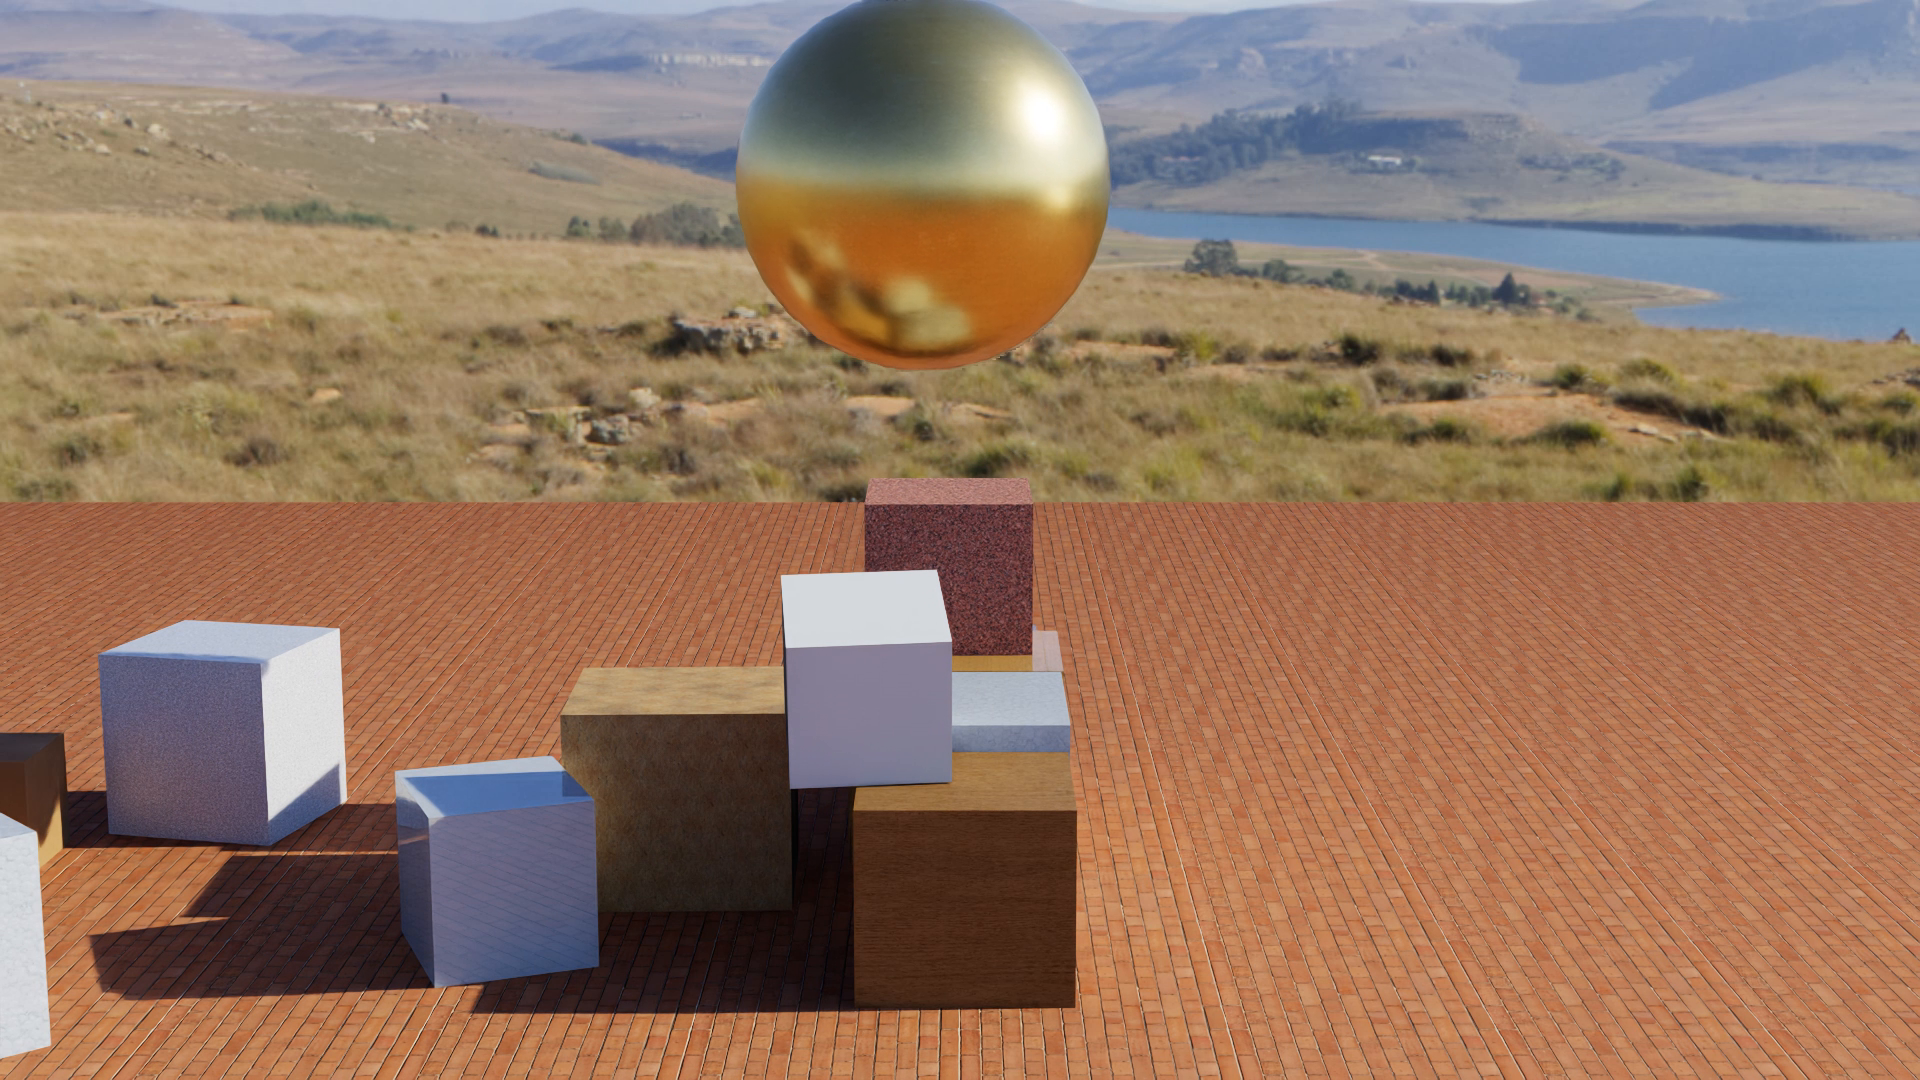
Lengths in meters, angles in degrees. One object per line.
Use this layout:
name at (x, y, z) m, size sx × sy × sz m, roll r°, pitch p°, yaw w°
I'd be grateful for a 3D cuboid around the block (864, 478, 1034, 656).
block at (-0.052, 0.115, 12.008) m, size 0.762 × 0.697 × 0.762 m, roll 0°, pitch 10°, yaw 0°

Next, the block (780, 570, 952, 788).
block at (-0.376, 0.542, 10.165) m, size 0.631 × 0.601 × 0.698 m, roll -2°, pitch 23°, yaw -5°

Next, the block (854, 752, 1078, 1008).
block at (0.019, 1.323, 10.108) m, size 0.841 × 0.780 × 0.838 m, roll 0°, pitch 10°, yaw 0°

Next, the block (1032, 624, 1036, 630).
block at (-0.017, 0.868, 12.688) m, size 0.804 × 0.752 × 0.764 m, roll 0°, pitch 10°, yaw 0°

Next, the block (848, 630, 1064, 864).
block at (-0.019, 0.945, 11.877) m, size 0.960 × 0.891 × 0.840 m, roll 0°, pitch 10°, yaw 0°

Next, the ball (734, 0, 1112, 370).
ball at (-0.158, -1.520, 10.904) m, size 1.600 × 1.600 × 1.600 m, roll 0°, pitch 10°, yaw 0°

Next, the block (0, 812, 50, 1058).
block at (-3.828, 1.444, 9.352) m, size 0.696 × 0.812 × 0.727 m, roll -9°, pitch 14°, yaw -41°

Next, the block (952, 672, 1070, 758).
block at (0.014, 1.107, 10.986) m, size 0.870 × 0.891 × 0.949 m, roll 0°, pitch 10°, yaw 0°

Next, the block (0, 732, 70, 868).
block at (-4.380, 1.187, 11.585) m, size 0.522 × 0.520 × 0.508 m, roll 0°, pitch 10°, yaw 0°

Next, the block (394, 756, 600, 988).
block at (-1.878, 1.323, 10.371) m, size 0.653 × 0.685 × 0.731 m, roll -4°, pitch 11°, yaw -22°

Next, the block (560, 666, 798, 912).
block at (-1.205, 1.075, 11.242) m, size 0.958 × 0.862 × 0.867 m, roll 0°, pitch 10°, yaw -2°

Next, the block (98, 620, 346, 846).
block at (-3.491, 0.901, 12.203) m, size 0.825 × 0.861 × 0.774 m, roll 2°, pitch 11°, yaw 13°
